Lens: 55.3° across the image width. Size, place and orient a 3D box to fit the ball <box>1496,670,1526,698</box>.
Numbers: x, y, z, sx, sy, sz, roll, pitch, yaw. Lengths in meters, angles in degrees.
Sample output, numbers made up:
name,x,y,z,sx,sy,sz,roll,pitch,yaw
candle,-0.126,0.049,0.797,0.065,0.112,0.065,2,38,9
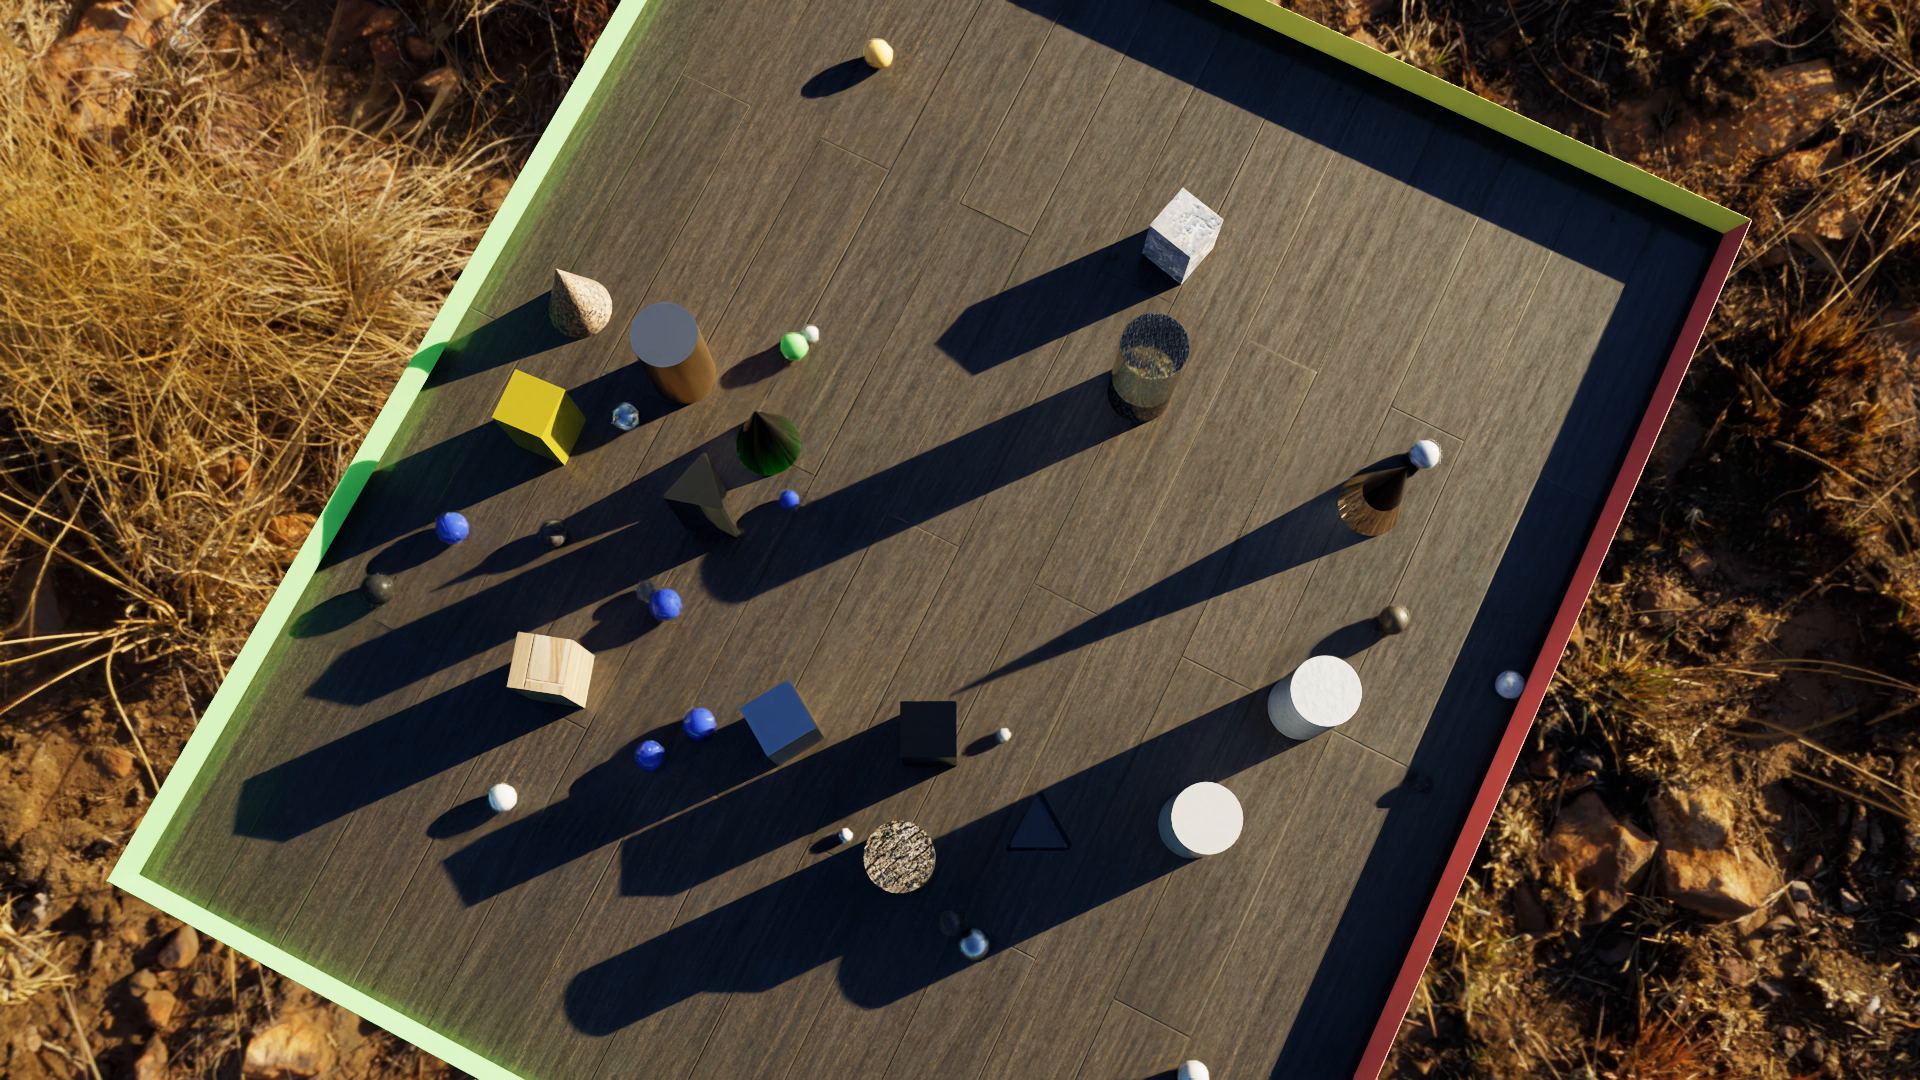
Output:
name,x,y,z,sx,sy,sz,roll,pitch,yaw
ball,1.646,0.433,5.483,0.086,0.086,0.086,0,78,0

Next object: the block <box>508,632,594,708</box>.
name,x,y,z,sx,sy,sz,roll,pitch,yaw
block,-1.196,0.384,5.373,0.160,0.321,0.160,8,78,2

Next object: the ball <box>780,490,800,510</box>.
name,x,y,z,sx,sy,sz,roll,pitch,yaw
ball,-0.523,-0.122,5.611,0.061,0.061,0.061,0,78,0

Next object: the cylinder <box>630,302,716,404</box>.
name,x,y,z,sx,sy,sz,roll,pitch,yaw
cylinder,-0.862,-0.559,5.531,0.200,0.395,0.200,0,78,0

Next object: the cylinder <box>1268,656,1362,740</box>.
name,x,y,z,sx,sy,sz,roll,pitch,yaw
cylinder,1.025,0.462,5.321,0.200,0.392,0.200,0,78,0

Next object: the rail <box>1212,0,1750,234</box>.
name,x,y,z,sx,sy,sz,roll,pitch,yaw
rail,0.885,-1.727,5.907,3.498,0.130,0.045,26,80,5

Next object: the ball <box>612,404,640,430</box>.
name,x,y,z,sx,sy,sz,roll,pitch,yaw
ball,-1.031,-0.380,5.652,0.084,0.084,0.084,0,78,0

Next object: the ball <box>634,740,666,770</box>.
name,x,y,z,sx,sy,sz,roll,pitch,yaw
ball,-0.920,0.639,5.439,0.089,0.089,0.089,0,78,0

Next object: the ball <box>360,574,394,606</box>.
name,x,y,z,sx,sy,sz,roll,pitch,yaw
ball,-1.760,0.151,5.534,0.100,0.100,0.100,0,78,0

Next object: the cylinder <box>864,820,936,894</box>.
name,x,y,z,sx,sy,sz,roll,pitch,yaw
cylinder,-0.169,0.915,5.261,0.200,0.325,0.200,0,78,0

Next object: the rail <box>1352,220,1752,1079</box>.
name,x,y,z,sx,sy,sz,roll,pitch,yaw
rail,1.543,0.762,5.391,0.045,0.130,4.007,26,80,5

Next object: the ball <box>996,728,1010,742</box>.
name,x,y,z,sx,sy,sz,roll,pitch,yaw
ball,0.129,0.583,5.474,0.044,0.044,0.044,0,78,0

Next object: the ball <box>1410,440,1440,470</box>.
name,x,y,z,sx,sy,sz,roll,pitch,yaw
ball,1.425,-0.262,5.624,0.091,0.091,0.091,0,78,0

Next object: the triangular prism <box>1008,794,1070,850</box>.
name,x,y,z,sx,sy,sz,roll,pitch,yaw
triangular prism,0.225,0.814,5.282,0.173,0.325,0.150,0,78,0

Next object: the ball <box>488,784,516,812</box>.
name,x,y,z,sx,sy,sz,roll,pitch,yaw
ball,-1.353,0.763,5.416,0.084,0.084,0.084,0,78,0

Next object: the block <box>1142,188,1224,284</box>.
name,x,y,z,sx,sy,sz,roll,pitch,yaw
block,0.689,-0.941,5.688,0.160,0.242,0.160,40,81,8

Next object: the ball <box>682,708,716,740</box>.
name,x,y,z,sx,sy,sz,roll,pitch,yaw
ball,-0.776,0.548,5.453,0.098,0.098,0.098,0,78,0

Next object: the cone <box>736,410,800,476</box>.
name,x,y,z,sx,sy,sz,roll,pitch,yaw
cone,-0.593,-0.336,5.492,0.200,0.379,0.200,0,78,0

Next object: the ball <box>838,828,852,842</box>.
name,x,y,z,sx,sy,sz,roll,pitch,yaw
ball,-0.339,0.872,5.415,0.041,0.041,0.041,0,78,0

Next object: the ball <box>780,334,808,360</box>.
name,x,y,z,sx,sy,sz,roll,pitch,yaw
ball,-0.516,-0.600,5.697,0.086,0.086,0.086,0,78,0

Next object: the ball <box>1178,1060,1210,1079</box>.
name,x,y,z,sx,sy,sz,roll,pitch,yaw
ball,0.668,1.537,5.252,0.091,0.091,0.091,0,78,0

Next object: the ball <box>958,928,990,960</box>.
name,x,y,z,sx,sy,sz,roll,pitch,yaw
ball,0.040,1.173,5.326,0.094,0.094,0.094,0,78,0

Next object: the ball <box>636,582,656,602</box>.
name,x,y,z,sx,sy,sz,roll,pitch,yaw
ball,-0.951,0.157,5.553,0.061,0.061,0.061,0,78,0

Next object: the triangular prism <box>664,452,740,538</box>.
name,x,y,z,sx,sy,sz,roll,pitch,yaw
triangular prism,-0.745,-0.136,5.433,0.173,0.415,0.150,11,79,2

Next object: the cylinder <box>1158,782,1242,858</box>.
name,x,y,z,sx,sy,sz,roll,pitch,yaw
cylinder,0.688,0.809,5.271,0.200,0.348,0.200,0,78,0

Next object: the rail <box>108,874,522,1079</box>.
name,x,y,z,sx,sy,sz,roll,pitch,yaw
rail,-0.885,1.741,5.189,3.498,0.130,0.045,26,80,5

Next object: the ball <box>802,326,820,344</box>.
name,x,y,z,sx,sy,sz,roll,pitch,yaw
ball,-0.466,-0.642,5.722,0.054,0.054,0.054,0,78,0

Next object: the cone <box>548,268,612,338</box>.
name,x,y,z,sx,sy,sz,roll,pitch,yaw
cone,-1.195,-0.766,5.593,0.200,0.357,0.200,0,78,0

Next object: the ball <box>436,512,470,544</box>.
name,x,y,z,sx,sy,sz,roll,pitch,yaw
ball,-1.543,-0.036,5.574,0.098,0.098,0.098,0,78,0

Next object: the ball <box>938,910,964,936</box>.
name,x,y,z,sx,sy,sz,roll,pitch,yaw
ball,-0.027,1.116,5.348,0.074,0.074,0.074,0,78,0

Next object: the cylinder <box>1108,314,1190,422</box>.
name,x,y,z,sx,sy,sz,roll,pitch,yaw
cylinder,0.559,-0.510,5.487,0.200,0.460,0.200,0,78,0

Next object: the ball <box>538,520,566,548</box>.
name,x,y,z,sx,sy,sz,roll,pitch,yaw
ball,-1.240,-0.018,5.578,0.082,0.082,0.082,0,78,0

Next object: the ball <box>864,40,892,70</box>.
name,x,y,z,sx,sy,sz,roll,pitch,yaw
ball,-0.262,-1.561,5.893,0.091,0.091,0.091,0,78,0

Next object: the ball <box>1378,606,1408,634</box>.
name,x,y,z,sx,sy,sz,roll,pitch,yaw
ball,1.305,0.241,5.522,0.089,0.089,0.089,0,78,0

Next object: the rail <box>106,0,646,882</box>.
name,x,y,z,sx,sy,sz,roll,pitch,yaw
rail,-1.543,-0.749,5.704,0.045,0.130,4.007,26,80,5

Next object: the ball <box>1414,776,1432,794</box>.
name,x,y,z,sx,sy,sz,roll,pitch,yaw
ball,1.373,0.728,5.441,0.049,0.049,0.049,0,78,0

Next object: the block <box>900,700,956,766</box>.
name,x,y,z,sx,sy,sz,roll,pitch,yaw
block,-0.090,0.567,5.343,0.160,0.306,0.160,0,78,0

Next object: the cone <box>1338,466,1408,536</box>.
name,x,y,z,sx,sy,sz,roll,pitch,yaw
cone,1.262,-0.159,5.403,0.200,0.482,0.200,0,78,0

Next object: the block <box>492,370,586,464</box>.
name,x,y,z,sx,sy,sz,roll,pitch,yaw
block,-1.264,-0.367,5.526,0.160,0.327,0.160,22,79,5

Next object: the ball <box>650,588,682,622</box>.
name,x,y,z,sx,sy,sz,roll,pitch,yaw
ball,-0.888,0.197,5.526,0.098,0.098,0.098,0,78,0

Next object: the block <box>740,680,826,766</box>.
name,x,y,z,sx,sy,sz,roll,pitch,yaw
block,-0.514,0.536,5.335,0.160,0.334,0.160,-30,80,-6
